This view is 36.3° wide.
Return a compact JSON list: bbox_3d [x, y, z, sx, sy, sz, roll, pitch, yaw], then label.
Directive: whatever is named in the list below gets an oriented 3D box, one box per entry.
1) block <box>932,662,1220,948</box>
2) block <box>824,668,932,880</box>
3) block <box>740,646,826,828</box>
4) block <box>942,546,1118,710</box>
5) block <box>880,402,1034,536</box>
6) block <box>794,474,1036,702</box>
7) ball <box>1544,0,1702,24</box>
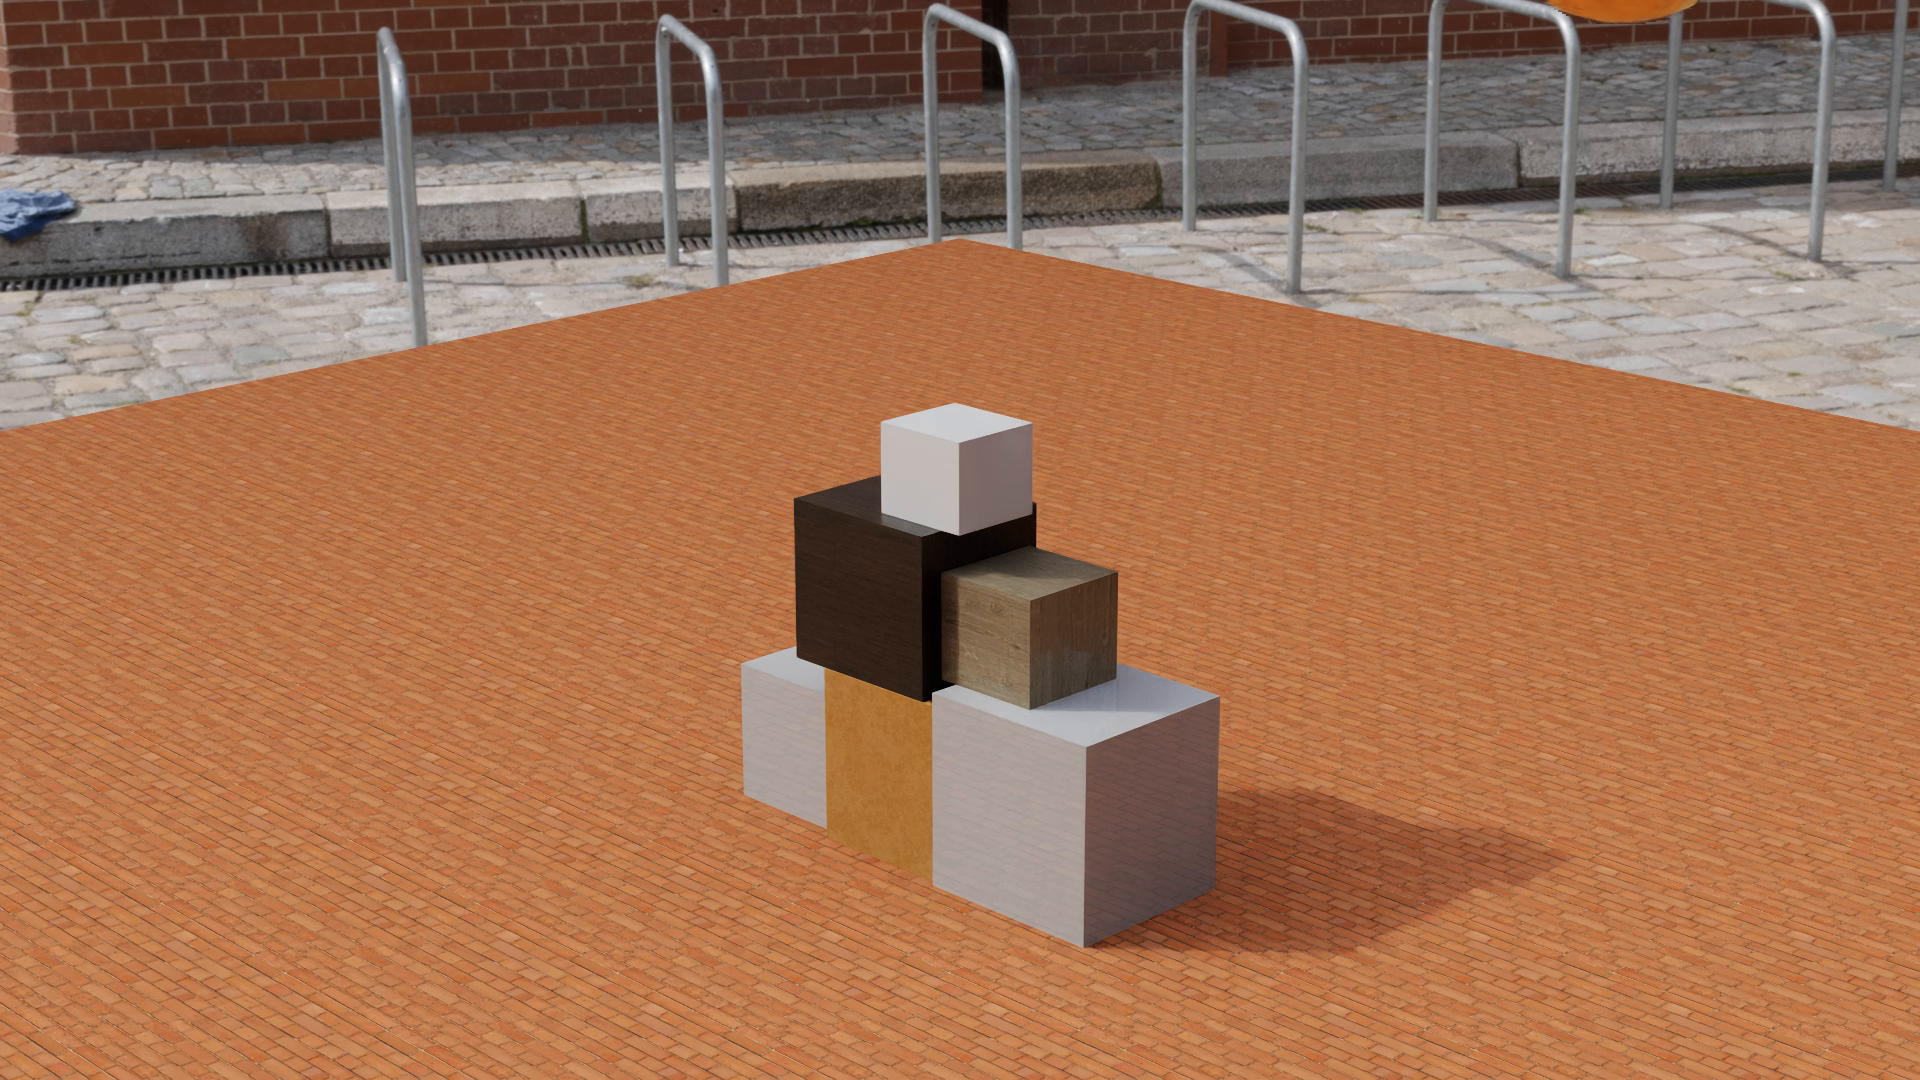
[{"bbox_3d":[0.517,1.132,13.183,0.879,0.935,0.932,-17,24,-42],"label":"block"},{"bbox_3d":[-0.101,0.999,13.746,0.757,0.852,0.737,-17,24,-42],"label":"block"},{"bbox_3d":[-0.595,0.925,14.260,0.646,0.684,0.667,-17,24,-42],"label":"block"},{"bbox_3d":[0.311,0.385,13.156,0.569,0.507,0.549,-17,24,-42],"label":"block"},{"bbox_3d":[-0.014,-0.325,13.225,0.470,0.427,0.497,-17,24,-42],"label":"block"},{"bbox_3d":[-0.207,0.190,13.599,0.738,0.779,0.844,-17,24,-42],"label":"block"},{"bbox_3d":[3.645,-3.635,16.020,1.600,1.600,1.600,0,17,0],"label":"ball"}]
